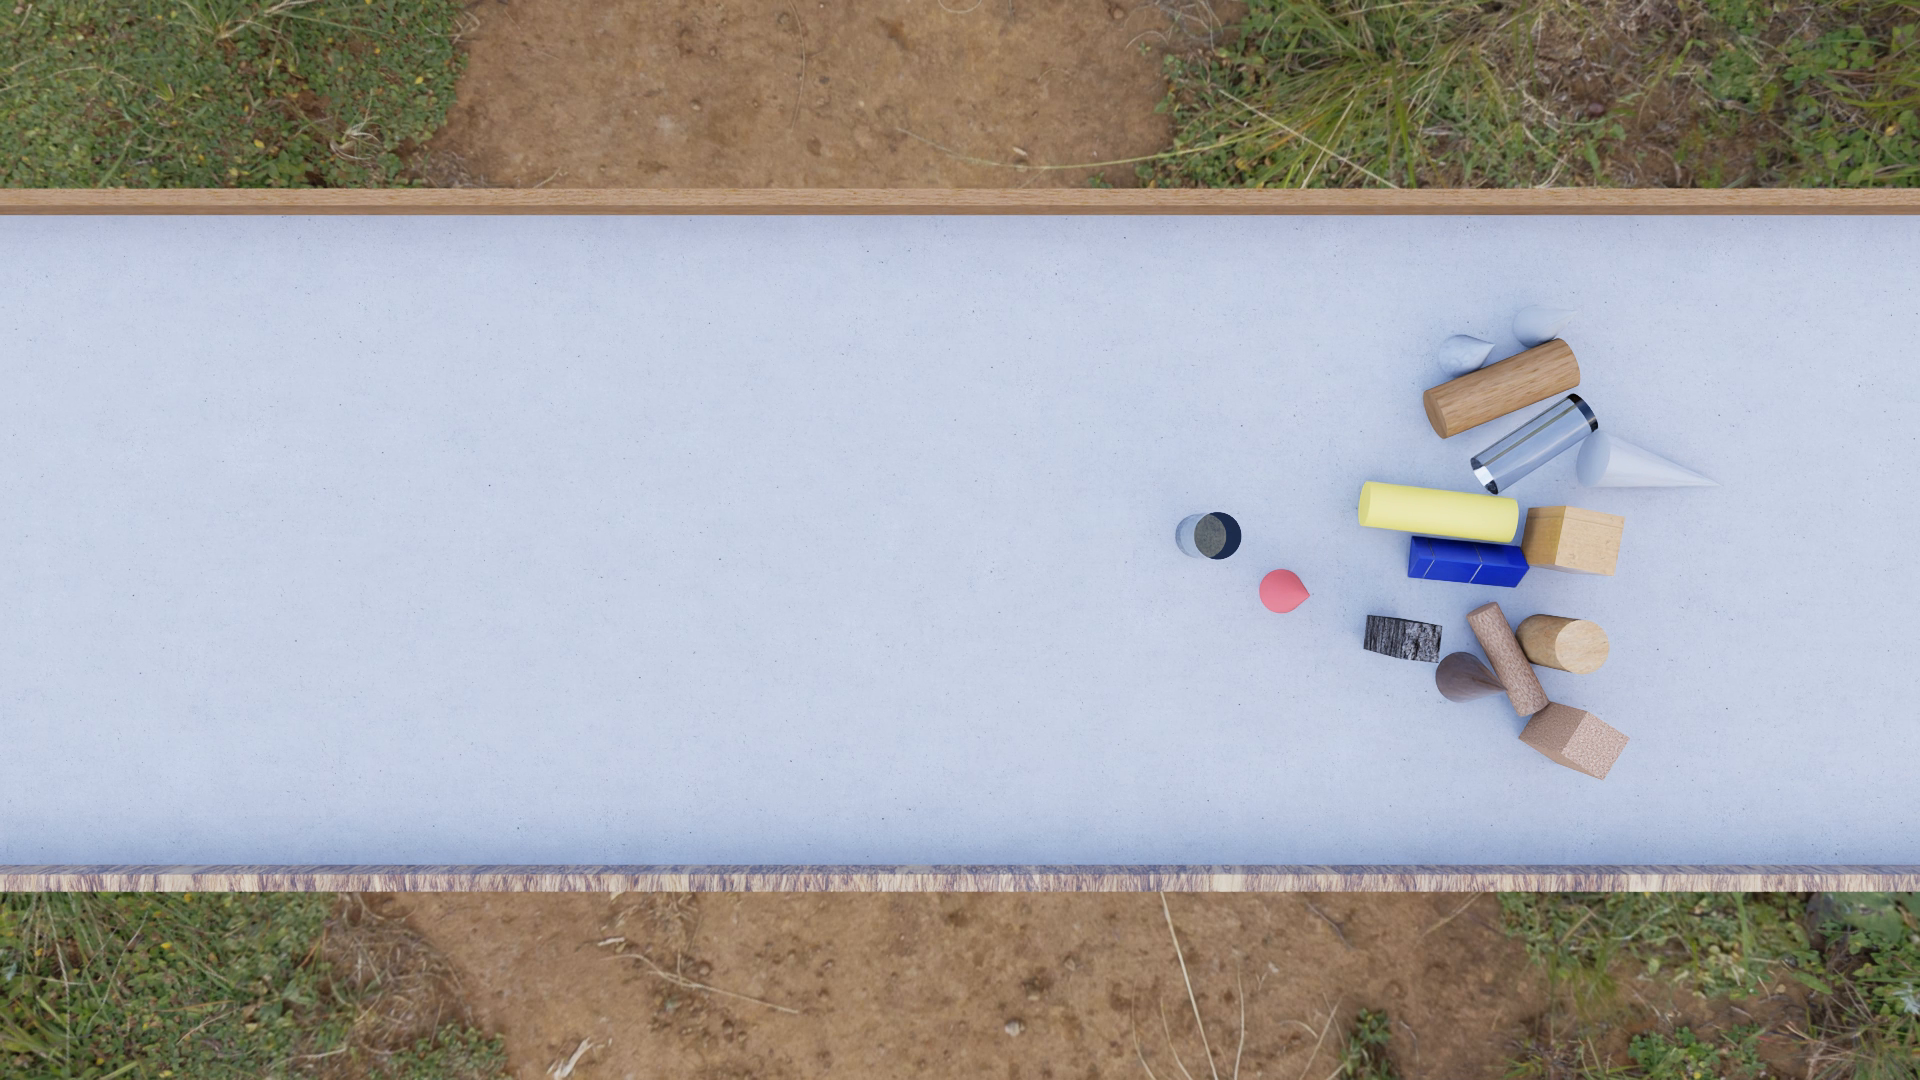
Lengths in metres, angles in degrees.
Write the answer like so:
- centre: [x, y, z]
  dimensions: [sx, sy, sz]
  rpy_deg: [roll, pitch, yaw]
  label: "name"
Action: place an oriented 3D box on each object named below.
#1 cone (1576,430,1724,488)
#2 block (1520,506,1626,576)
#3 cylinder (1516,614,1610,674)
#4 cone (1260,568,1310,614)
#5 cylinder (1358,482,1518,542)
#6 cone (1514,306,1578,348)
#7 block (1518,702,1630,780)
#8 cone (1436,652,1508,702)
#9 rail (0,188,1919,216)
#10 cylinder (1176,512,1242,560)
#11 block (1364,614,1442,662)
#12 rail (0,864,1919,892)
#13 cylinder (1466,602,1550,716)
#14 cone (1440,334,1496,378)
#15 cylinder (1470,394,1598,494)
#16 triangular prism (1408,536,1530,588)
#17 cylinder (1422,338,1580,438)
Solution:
- centre: [2.135, -0.206, 5.033]
  dimensions: [0.454, 0.175, 0.175]
  rpy_deg: [10, 90, -11]
  label: "cone"
- centre: [1.819, 0.003, 4.919]
  dimensions: [0.174, 0.315, 0.174]
  rpy_deg: [11, 90, 0]
  label: "block"
- centre: [1.786, 0.307, 4.907]
  dimensions: [0.157, 0.338, 0.157]
  rpy_deg: [0, 90, 0]
  label: "cylinder"
- centre: [0.989, 0.158, 4.866]
  dimensions: [0.137, 0.421, 0.137]
  rpy_deg: [0, 90, 0]
  label: "cone"
- centre: [1.450, -0.085, 5.008]
  dimensions: [0.446, 0.137, 0.137]
  rpy_deg: [7, 90, 0]
  label: "cylinder"
- centre: [1.771, -0.655, 4.897]
  dimensions: [0.134, 0.360, 0.134]
  rpy_deg: [0, 90, 0]
  label: "cone"
- centre: [1.816, 0.589, 4.895]
  dimensions: [0.144, 0.363, 0.144]
  rpy_deg: [33, 90, 0]
  label: "block"
- centre: [1.542, 0.423, 4.855]
  dimensions: [0.158, 0.443, 0.158]
  rpy_deg: [0, 90, 0]
  label: "cone"
- centre: [-2.247, -1.025, 5.002]
  dimensions: [12.000, 0.150, 0.050]
  rpy_deg: [0, 90, 0]
  label: "rail"
- centre: [0.730, -0.012, 4.874]
  dimensions: [0.136, 0.405, 0.136]
  rpy_deg: [0, 90, 0]
  label: "cylinder"
- centre: [1.300, 0.288, 4.858]
  dimensions: [0.106, 0.437, 0.106]
  rpy_deg: [6, 90, 0]
  label: "block"
- centre: [-2.247, 1.025, 5.001]
  dimensions: [12.000, 0.150, 0.050]
  rpy_deg: [0, 90, 0]
  label: "rail"
- centre: [1.668, 0.362, 5.026]
  dimensions: [0.102, 0.102, 0.342]
  rpy_deg: [-28, 90, 0]
  label: "cylinder"
- centre: [1.543, -0.564, 4.914]
  dimensions: [0.137, 0.324, 0.137]
  rpy_deg: [0, 90, 0]
  label: "cone"
- centre: [1.743, -0.291, 5.009]
  dimensions: [0.359, 0.135, 0.135]
  rpy_deg: [-33, 90, 0]
  label: "cylinder"
- centre: [1.549, 0.068, 5.019]
  dimensions: [0.333, 0.108, 0.125]
  rpy_deg: [6, 90, 0]
  label: "triangular prism"
- centre: [1.639, -0.459, 4.997]
  dimensions: [0.430, 0.158, 0.158]
  rpy_deg: [-22, 90, 0]
  label: "cylinder"
